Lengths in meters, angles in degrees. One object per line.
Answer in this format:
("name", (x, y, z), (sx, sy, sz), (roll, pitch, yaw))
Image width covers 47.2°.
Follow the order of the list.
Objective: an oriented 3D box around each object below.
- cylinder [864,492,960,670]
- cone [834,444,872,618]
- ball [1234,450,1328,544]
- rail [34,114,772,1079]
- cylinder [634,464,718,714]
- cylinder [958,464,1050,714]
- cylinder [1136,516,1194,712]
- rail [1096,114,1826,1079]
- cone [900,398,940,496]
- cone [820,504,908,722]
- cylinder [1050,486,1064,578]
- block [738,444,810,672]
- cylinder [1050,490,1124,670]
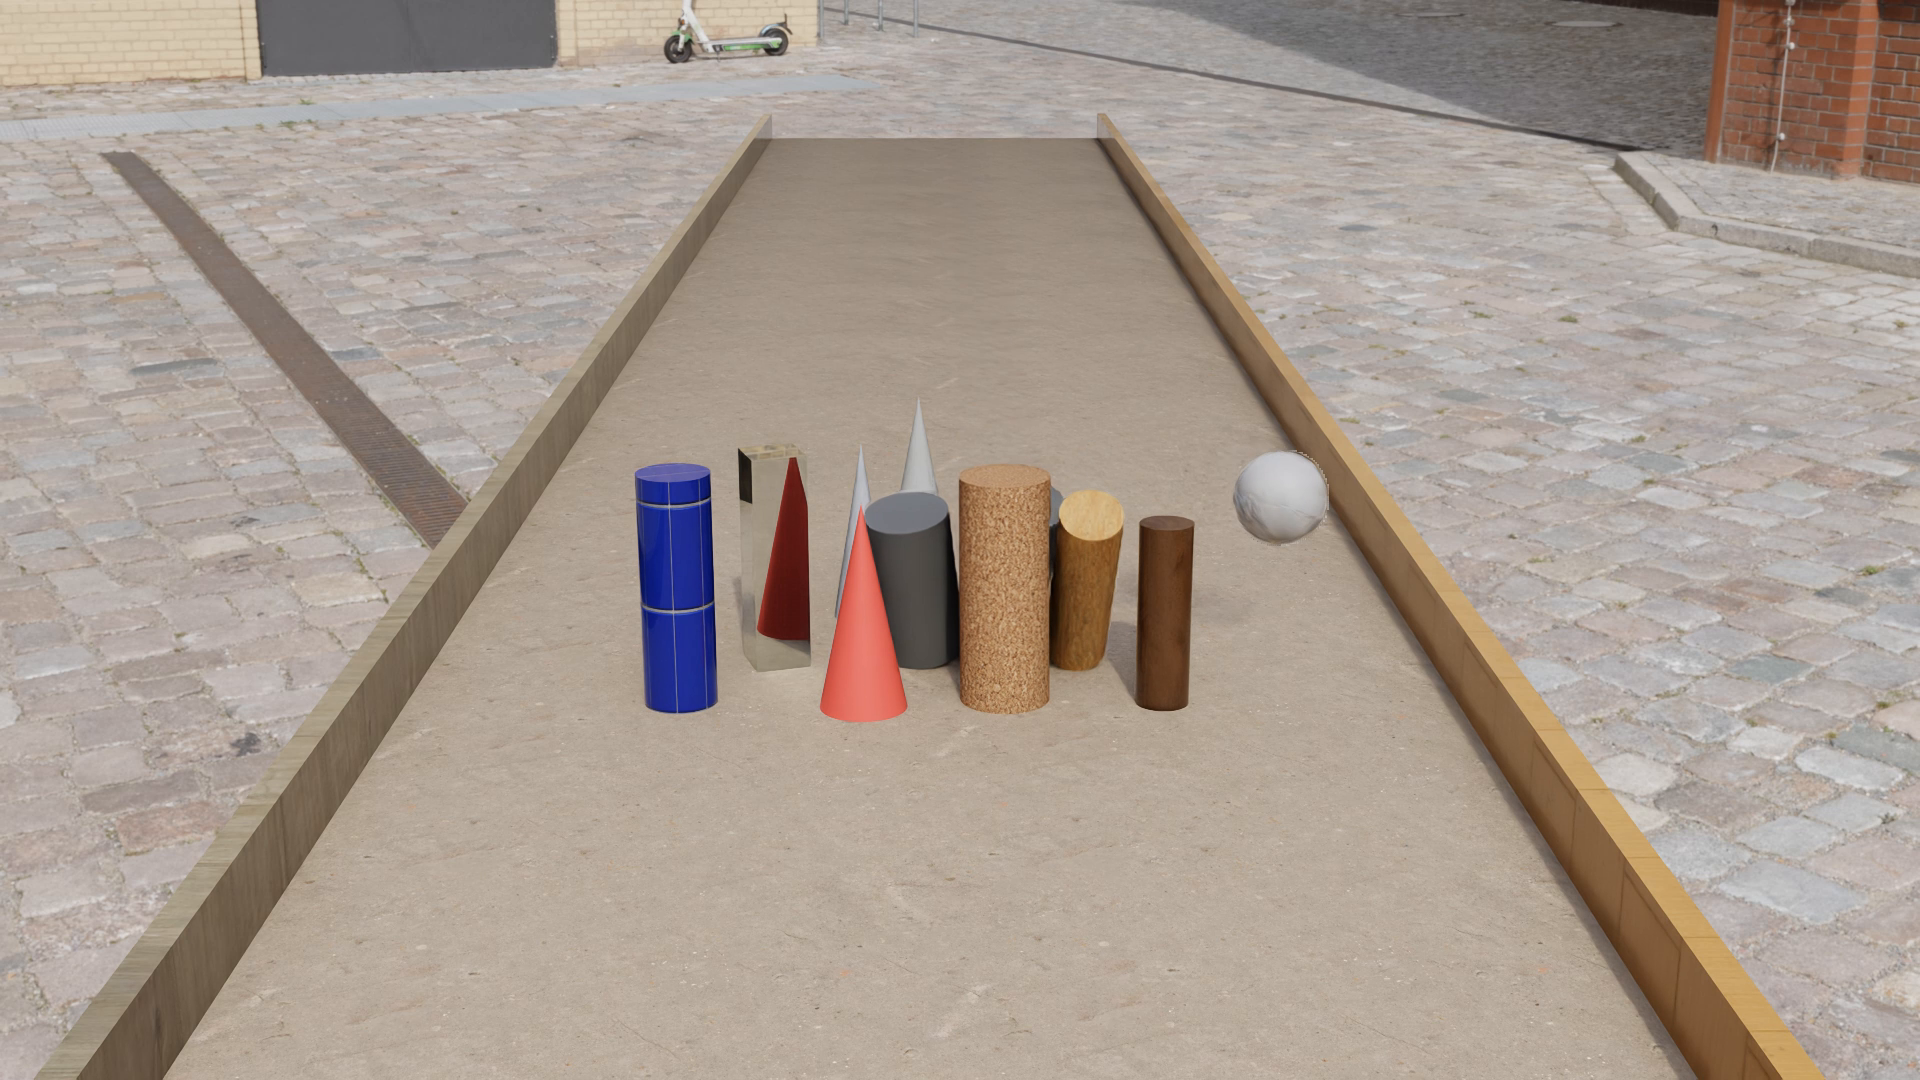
("cylinder", (-0.090, 0.081, 4.357), (0.168, 0.310, 0.168), (-5, 30, 3))
("cone", (-0.207, -0.022, 4.637), (0.122, 0.378, 0.122), (0, 17, 0))
("ball", (0.613, -0.081, 4.210), (0.179, 0.179, 0.179), (0, 17, 0))
("rail", (-1.118, -0.838, 7.780), (0.050, 0.150, 12.000), (0, 17, -1))
("cylinder", (-0.531, 0.091, 4.128), (0.139, 0.451, 0.139), (0, 17, 0))
("cylinder", (0.084, 0.091, 4.145), (0.171, 0.440, 0.171), (0, 17, 0))
("cylinder", (0.384, 0.138, 4.139), (0.102, 0.355, 0.102), (0, 17, 0))
("rail", (0.932, -0.844, 7.801), (0.050, 0.150, 12.000), (0, 17, -1))
("cone", (-0.091, -0.116, 4.879), (0.164, 0.419, 0.164), (0, 17, 0))
("cone", (-0.183, 0.124, 4.111), (0.166, 0.399, 0.166), (0, 17, 0))
("cylinder", (0.108, 0.058, 4.368), (0.150, 0.347, 0.150), (7, 40, -6))
("block", (-0.367, 0.035, 4.350), (0.110, 0.432, 0.110), (-6, 17, -18))
("cylinder", (0.237, 0.083, 4.223), (0.121, 0.424, 0.121), (1, 52, -1))
